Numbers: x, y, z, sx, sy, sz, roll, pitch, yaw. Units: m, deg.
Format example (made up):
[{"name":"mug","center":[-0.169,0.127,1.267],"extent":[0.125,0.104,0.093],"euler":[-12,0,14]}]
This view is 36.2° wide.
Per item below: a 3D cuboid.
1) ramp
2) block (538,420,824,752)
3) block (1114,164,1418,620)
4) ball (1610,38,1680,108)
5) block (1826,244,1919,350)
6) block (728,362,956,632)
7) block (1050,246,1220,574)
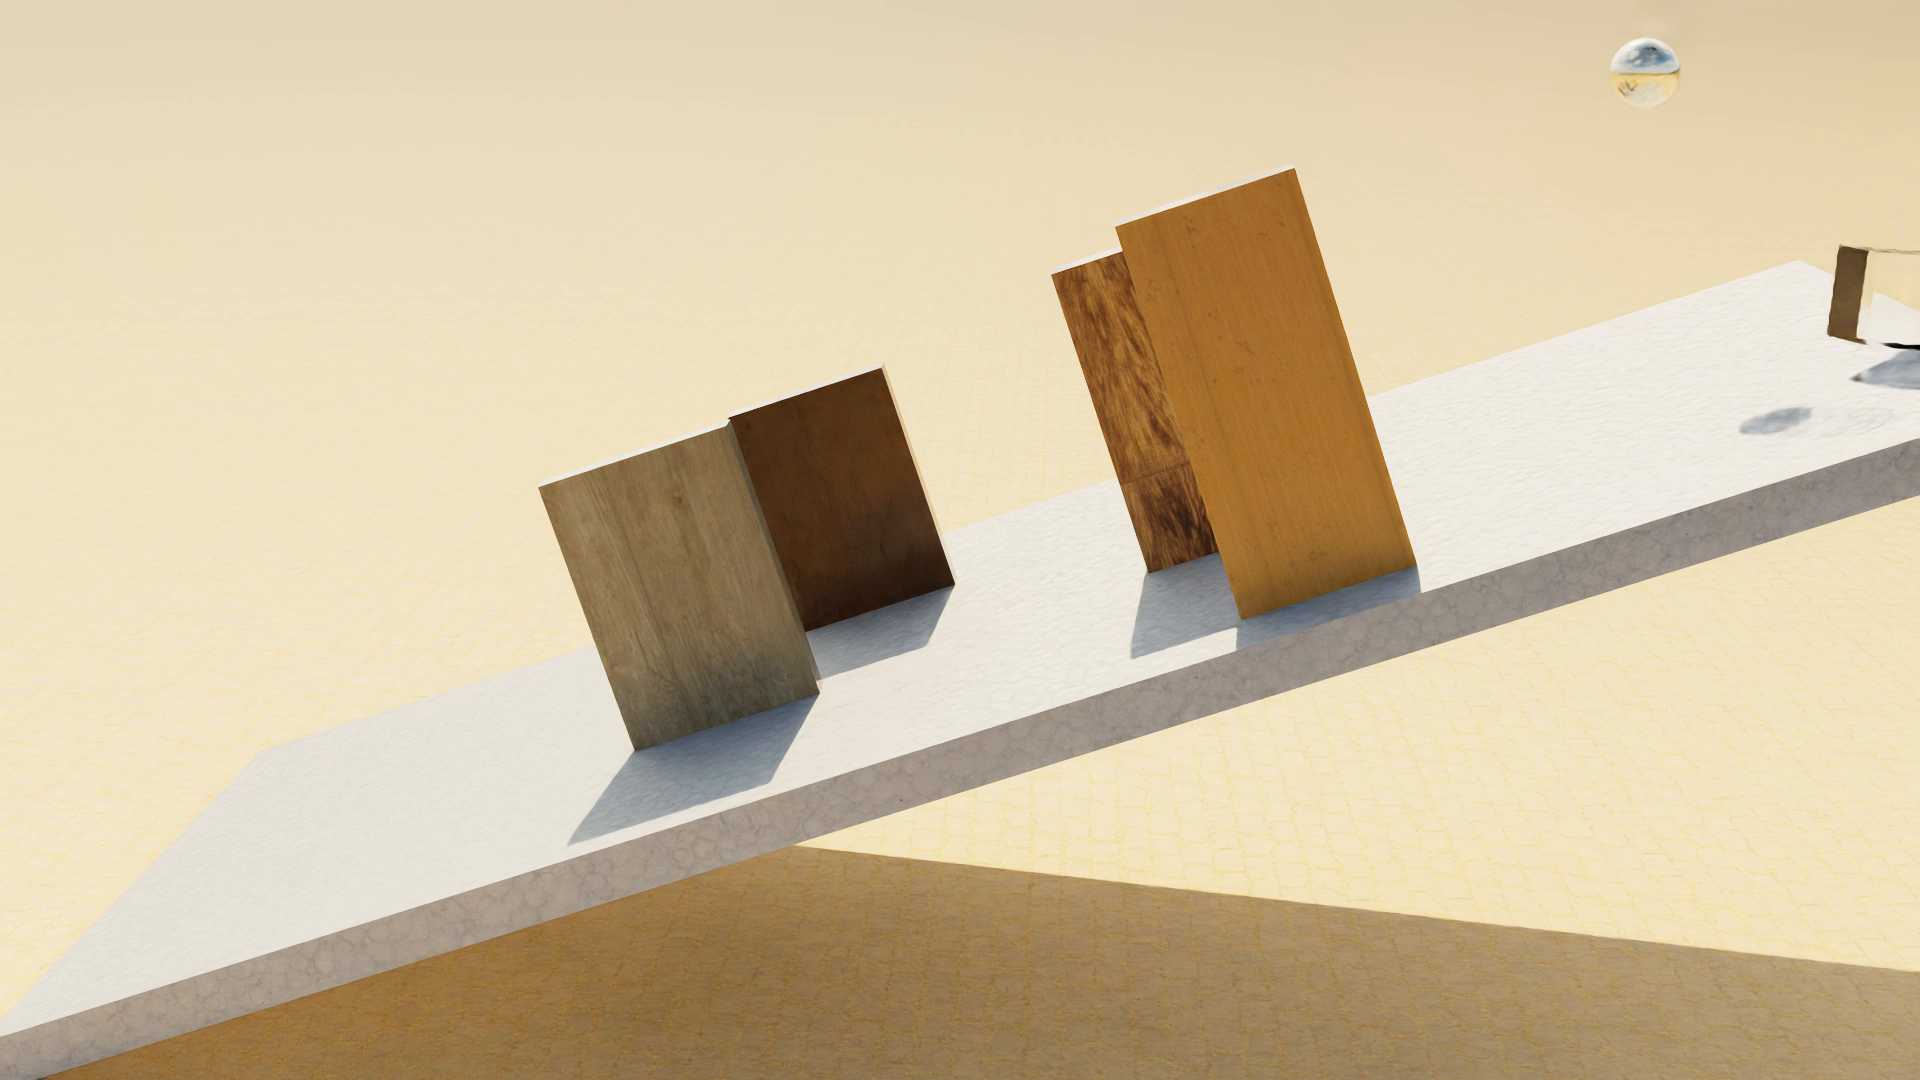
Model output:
[{"name":"ramp","center":[0.104,0.181,6.307],"extent":[4.000,0.100,2.000],"euler":[-18,11,6]},{"name":"block","center":[-0.570,0.096,6.035],"extent":[0.405,0.585,0.081],"euler":[-18,11,6]},{"name":"block","center":[0.565,-0.270,5.434],"extent":[0.340,0.771,0.092],"euler":[-18,11,6]},{"name":"ball","center":[1.426,-0.973,6.126],"extent":[0.144,0.144,0.144],"euler":[0,12,0]},{"name":"block","center":[1.820,-0.471,5.722],"extent":[0.179,0.179,0.179],"euler":[4,10,-8]},{"name":"block","center":[-0.264,-0.095,6.651],"extent":[0.365,0.520,0.082],"euler":[-18,11,6]},{"name":"block","center":[0.490,-0.309,6.074],"extent":[0.422,0.655,0.101],"euler":[-18,11,6]}]
